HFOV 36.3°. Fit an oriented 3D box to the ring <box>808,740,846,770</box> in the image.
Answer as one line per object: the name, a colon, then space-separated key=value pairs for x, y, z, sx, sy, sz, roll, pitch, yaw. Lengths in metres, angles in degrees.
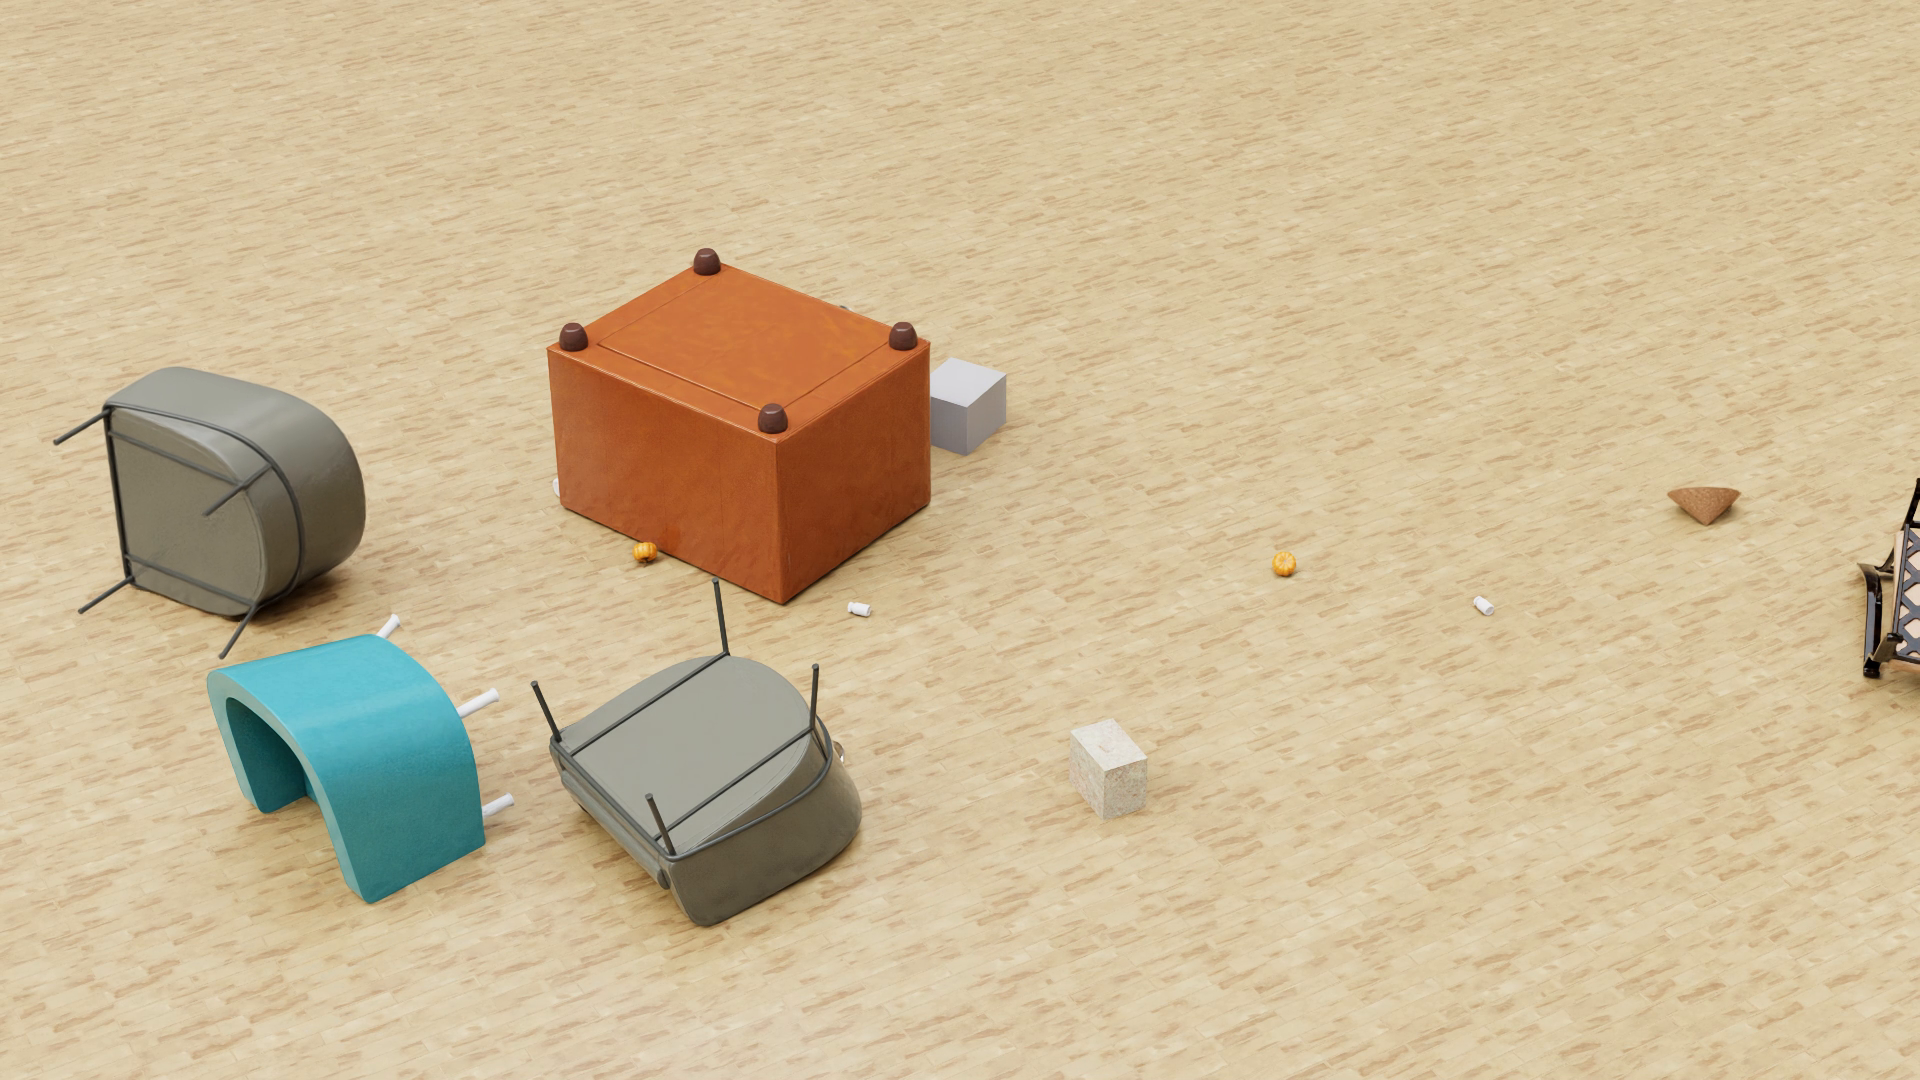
ring: x=-0.448 y=0.720 z=9.816 sx=0.128 sy=0.039 sz=0.148 roll=3 pitch=34 yaw=6

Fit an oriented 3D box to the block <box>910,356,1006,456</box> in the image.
block: x=-0.004 y=-0.527 z=11.541 sx=0.255 sy=0.223 sz=0.303 roll=18 pitch=38 yaw=26

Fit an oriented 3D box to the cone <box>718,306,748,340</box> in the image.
cone: x=-0.919 y=-0.891 z=12.246 sx=0.090 sy=0.143 sz=0.179 roll=23 pitch=18 yaw=-47

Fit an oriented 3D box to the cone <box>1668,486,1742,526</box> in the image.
cone: x=2.805 y=-0.112 z=11.034 sx=0.302 sy=0.126 sz=0.230 roll=6 pitch=-14 yaw=-26

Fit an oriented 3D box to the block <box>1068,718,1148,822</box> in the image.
block: x=0.485 y=0.752 z=9.616 sx=0.159 sy=0.206 sz=0.238 roll=-15 pitch=36 yaw=-22
